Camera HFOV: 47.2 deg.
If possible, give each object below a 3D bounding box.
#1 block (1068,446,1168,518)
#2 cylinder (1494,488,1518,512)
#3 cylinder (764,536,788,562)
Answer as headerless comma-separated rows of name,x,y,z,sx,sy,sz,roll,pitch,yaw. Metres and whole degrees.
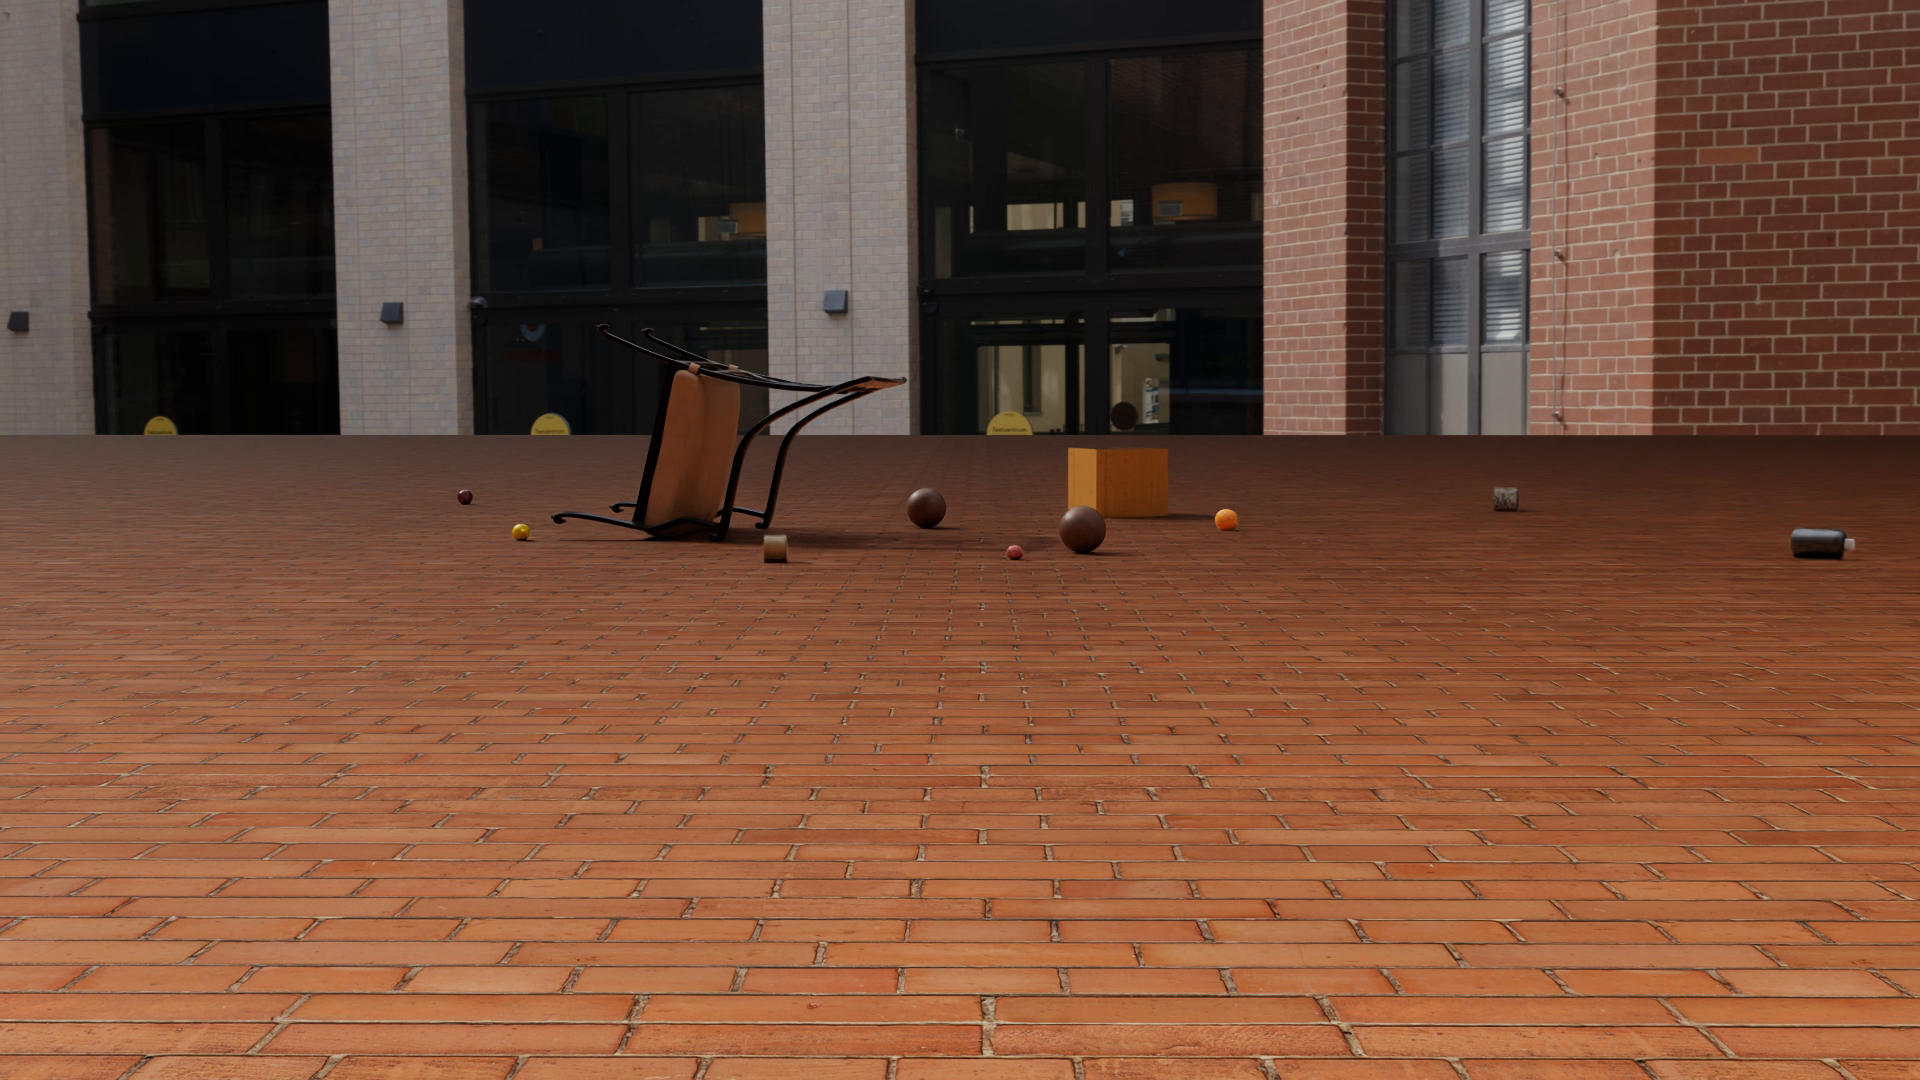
block,0.562,-0.208,7.847,0.271,0.238,0.273,-1,4,-18
cylinder,2.009,-0.149,8.086,0.081,0.074,0.099,1,47,20
cylinder,-0.480,0.023,5.725,0.058,0.067,0.078,0,0,-3
